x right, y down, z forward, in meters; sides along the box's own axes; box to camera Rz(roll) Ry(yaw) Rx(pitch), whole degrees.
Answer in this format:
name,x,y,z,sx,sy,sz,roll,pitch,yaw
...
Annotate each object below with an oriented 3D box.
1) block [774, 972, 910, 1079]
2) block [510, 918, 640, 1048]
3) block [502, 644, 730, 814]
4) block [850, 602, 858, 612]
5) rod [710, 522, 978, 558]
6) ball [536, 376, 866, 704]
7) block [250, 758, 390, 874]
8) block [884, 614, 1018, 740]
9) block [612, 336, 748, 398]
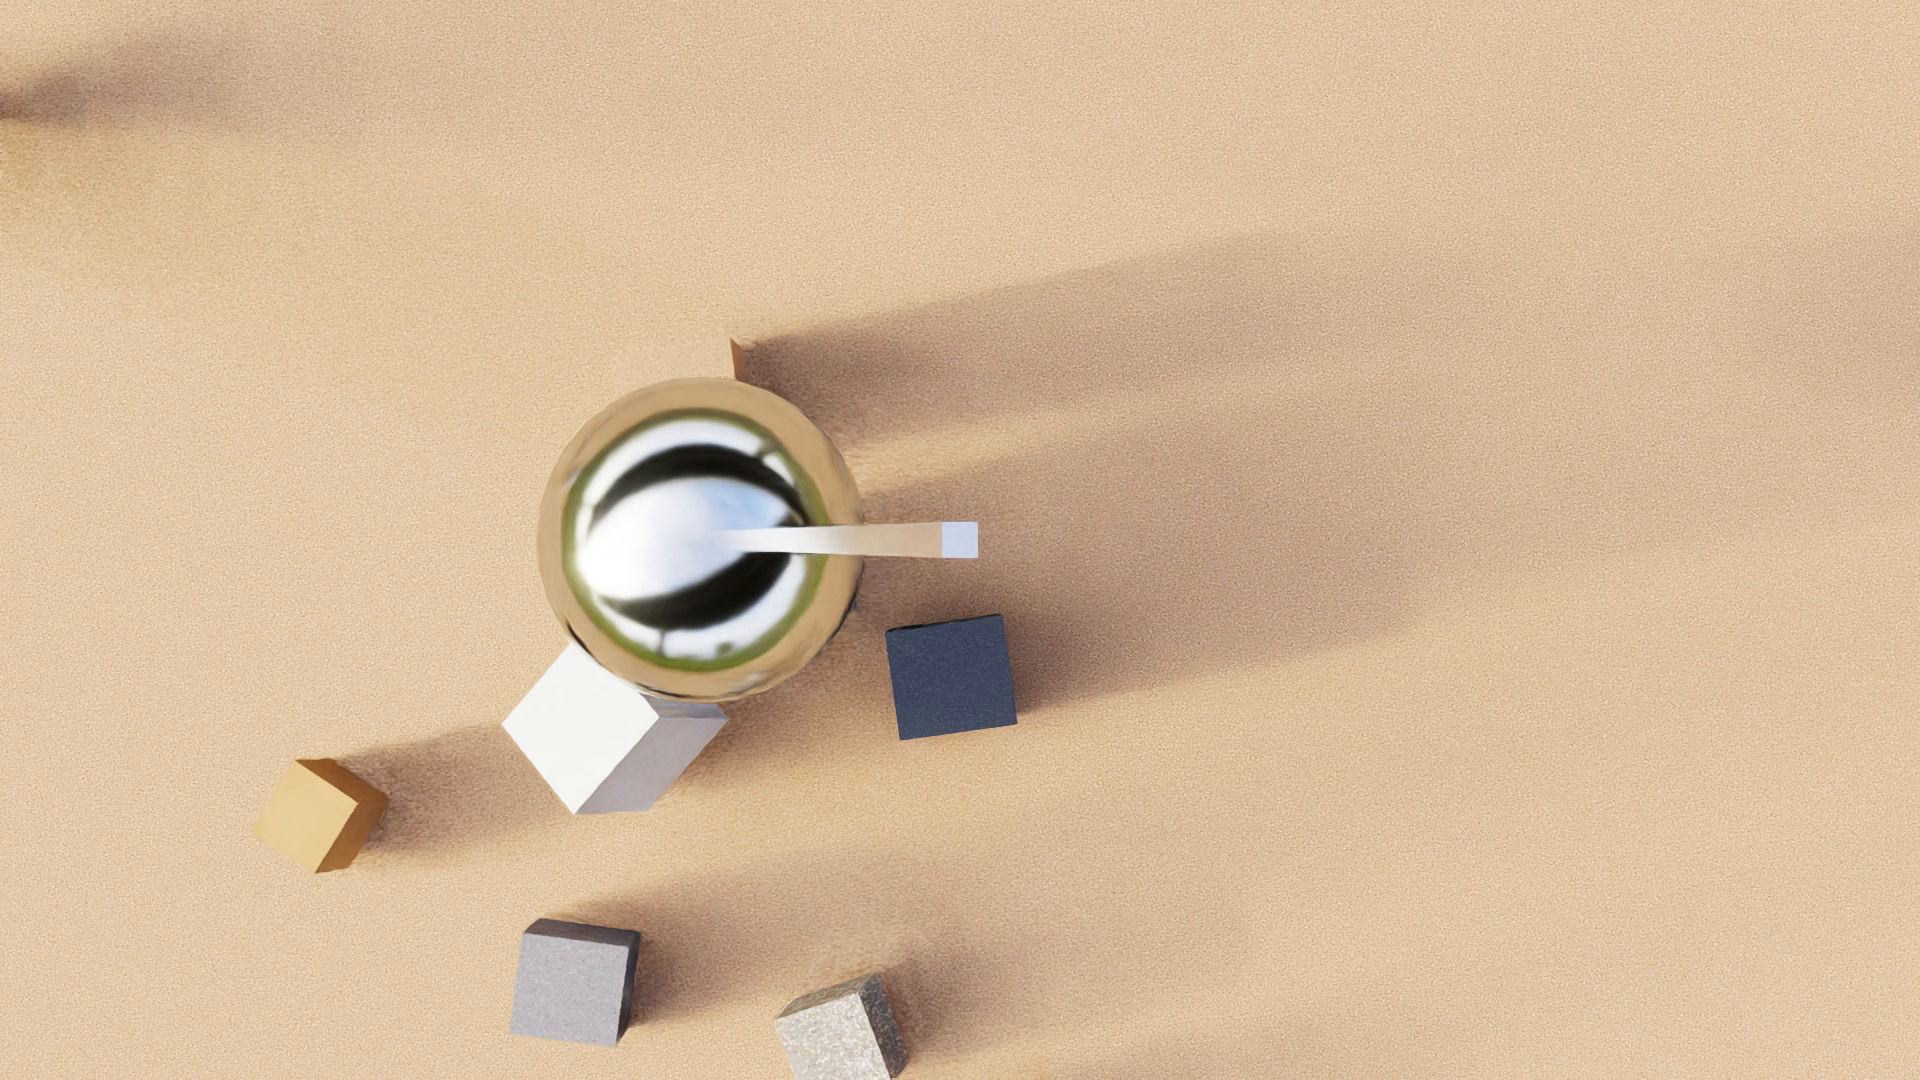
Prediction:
name,x,y,z,sx,sy,sz,roll,pitch,yaw
block,-0.678,2.894,12.718,0.531,0.466,0.554,-21,90,12
block,-2.225,2.562,12.753,0.609,0.493,0.577,8,90,0
block,-1.942,1.028,12.448,0.754,0.765,0.695,-48,69,13
block,-1.085,0.302,12.691,0.706,0.619,0.692,-33,90,0
rod,-0.545,0.000,7.415,0.080,5.200,0.080,0,90,-12
ball,-1.257,0.000,10.739,1.600,1.600,1.600,0,90,0
block,-3.692,1.592,12.721,0.452,0.498,0.474,32,90,8
block,-0.049,0.782,12.701,0.672,0.599,0.614,-8,90,0
block,-1.557,-0.727,12.615,0.657,0.770,0.728,-8,90,0
